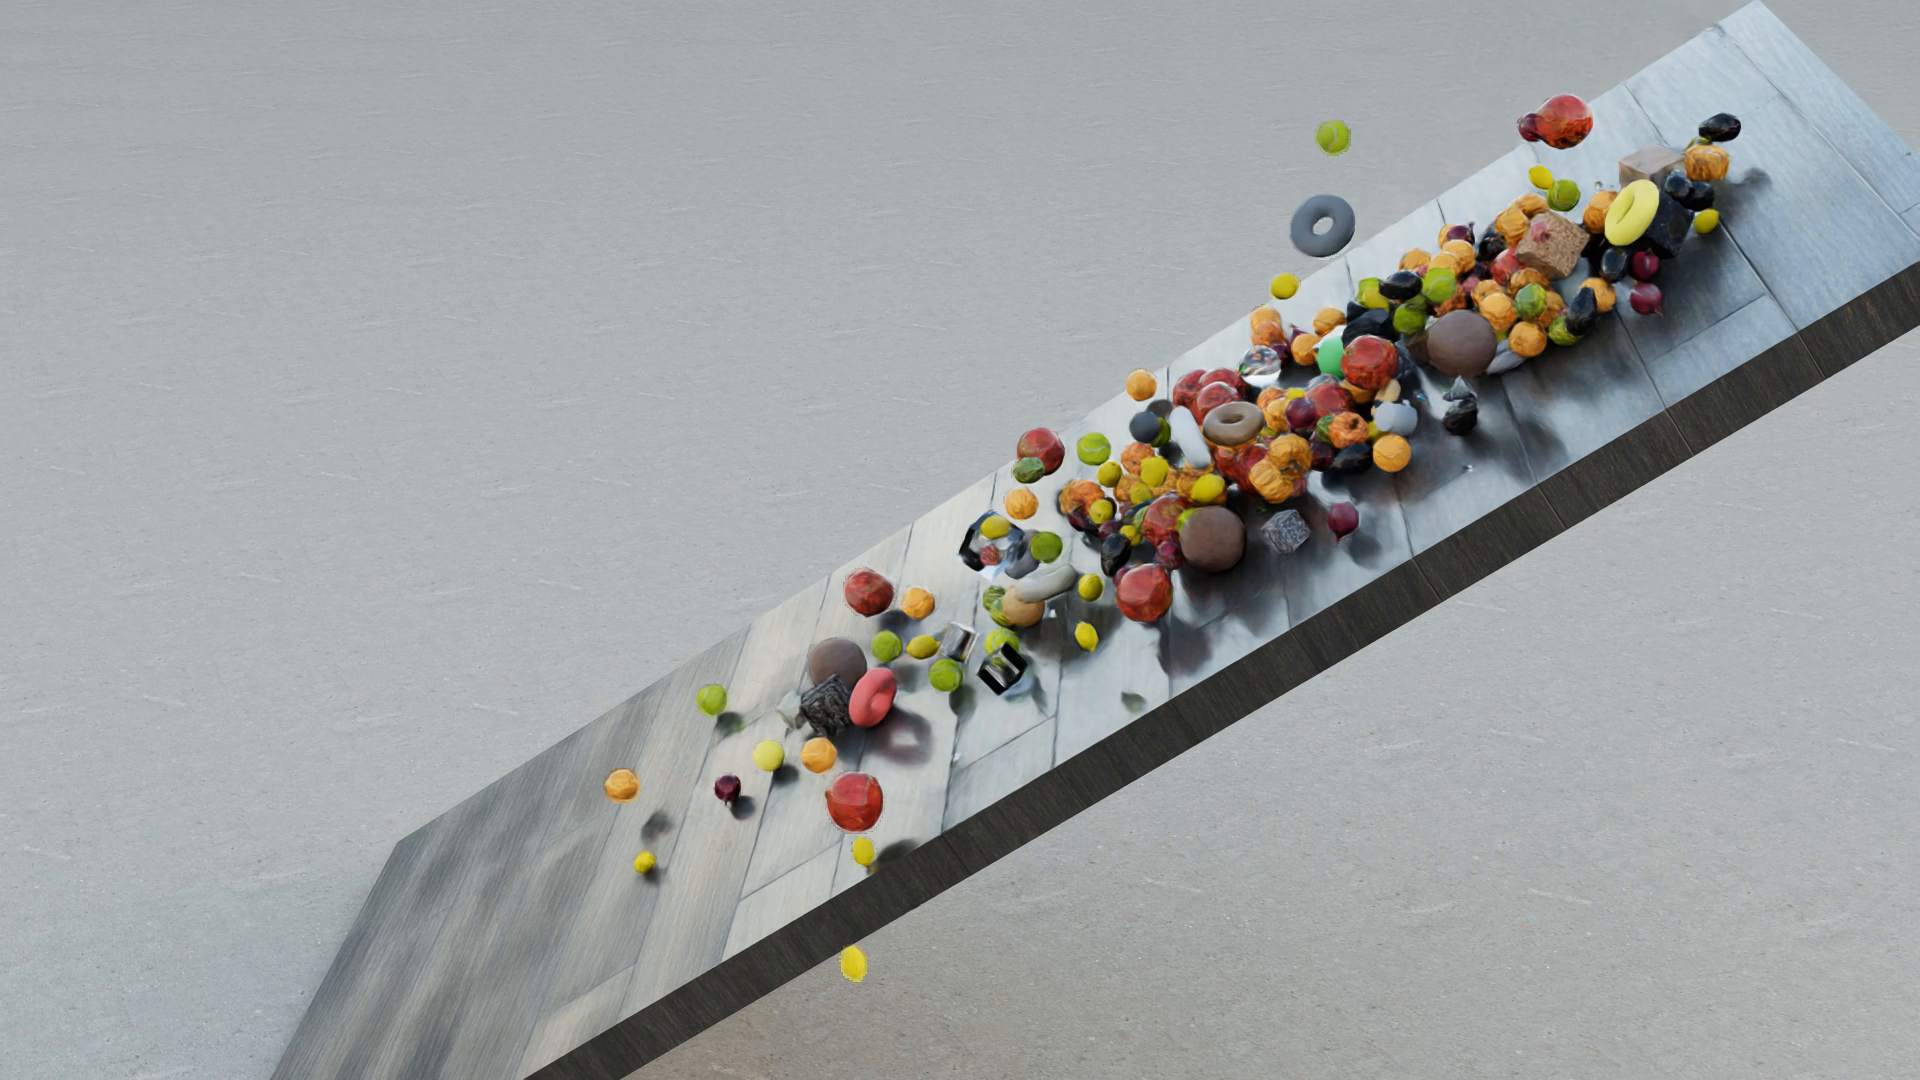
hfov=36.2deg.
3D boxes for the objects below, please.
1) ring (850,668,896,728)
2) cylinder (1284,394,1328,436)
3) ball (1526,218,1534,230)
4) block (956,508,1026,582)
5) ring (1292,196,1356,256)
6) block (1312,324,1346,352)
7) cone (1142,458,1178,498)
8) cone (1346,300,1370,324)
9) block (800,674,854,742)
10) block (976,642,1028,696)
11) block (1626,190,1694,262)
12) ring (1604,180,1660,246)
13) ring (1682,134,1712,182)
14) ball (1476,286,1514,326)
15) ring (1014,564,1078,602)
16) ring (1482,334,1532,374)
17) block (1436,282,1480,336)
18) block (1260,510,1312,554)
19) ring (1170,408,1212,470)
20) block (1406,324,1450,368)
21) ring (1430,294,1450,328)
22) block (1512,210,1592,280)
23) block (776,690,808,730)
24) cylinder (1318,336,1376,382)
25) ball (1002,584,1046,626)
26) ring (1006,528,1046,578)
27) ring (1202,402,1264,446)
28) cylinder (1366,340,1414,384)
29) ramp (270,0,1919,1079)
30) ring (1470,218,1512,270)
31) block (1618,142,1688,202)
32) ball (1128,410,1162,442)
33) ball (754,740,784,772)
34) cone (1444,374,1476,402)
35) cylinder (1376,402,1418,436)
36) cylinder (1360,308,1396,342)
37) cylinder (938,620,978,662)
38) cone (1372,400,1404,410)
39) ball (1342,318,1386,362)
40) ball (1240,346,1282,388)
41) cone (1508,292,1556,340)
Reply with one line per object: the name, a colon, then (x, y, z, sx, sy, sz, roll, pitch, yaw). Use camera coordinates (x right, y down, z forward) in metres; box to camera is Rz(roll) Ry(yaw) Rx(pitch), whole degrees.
ring: (-0.181, 0.327, 6.110, 0.045, 0.135, 0.135, 25, 30, 27)
cylinder: (0.709, -0.254, 6.020, 0.062, 0.062, 0.062, 38, 23, -19)
ball: (1.214, -0.650, 6.153, 0.058, 0.058, 0.058, 0, 21, 0)
block: (0.066, 0.011, 6.284, 0.092, 0.092, 0.092, 34, 39, 14)
ring: (0.755, -0.653, 6.115, 0.141, 0.141, 0.047, 14, -14, 32)
block: (0.813, -0.402, 6.232, 0.077, 0.077, 0.077, -39, 14, -14)
cone: (0.447, -0.136, 6.298, 0.083, 0.083, 0.083, 15, 16, 35)
cone: (0.888, -0.482, 6.392, 0.081, 0.081, 0.081, 0, 20, 19)
block: (-0.279, 0.358, 6.277, 0.089, 0.089, 0.089, -33, 15, 11)
block: (0.084, 0.255, 5.827, 0.064, 0.064, 0.064, 45, 29, -8)
block: (1.329, -0.602, 5.637, 0.093, 0.093, 0.093, 32, -14, -21)
ring: (1.274, -0.620, 5.579, 0.046, 0.137, 0.137, 27, 16, -15)
ring: (1.477, -0.769, 5.926, 0.036, 0.109, 0.109, 29, 21, -5)
ball: (1.070, -0.466, 5.863, 0.083, 0.083, 0.083, 0, 21, 0)
ring: (0.175, 0.087, 5.979, 0.136, 0.045, 0.136, -20, 10, 4)
ring: (1.053, -0.358, 5.659, 0.107, 0.036, 0.107, -30, 17, 10)
block: (1.016, -0.466, 5.929, 0.067, 0.067, 0.067, -27, 75, -38)
block: (0.614, -0.015, 5.538, 0.058, 0.058, 0.058, -43, 17, -26)
ring: (0.452, -0.200, 5.773, 0.045, 0.134, 0.134, -27, 20, 7)
block: (0.949, -0.392, 5.955, 0.055, 0.055, 0.055, -20, 21, 44)
ring: (1.025, -0.481, 6.091, 0.112, 0.037, 0.112, -32, 17, 11)
block: (1.154, -0.575, 5.734, 0.092, 0.092, 0.092, 30, -4, -9)
block: (-0.360, 0.371, 6.399, 0.052, 0.052, 0.052, 28, 65, 27)
cylinder: (0.814, -0.381, 6.129, 0.098, 0.098, 0.098, -13, 2, -31)
ball: (0.132, 0.134, 6.063, 0.091, 0.091, 0.091, 0, 21, 0)
ring: (0.140, 0.030, 6.379, 0.040, 0.120, 0.120, 32, 6, -28)
ring: (0.540, -0.231, 5.816, 0.125, 0.042, 0.125, -12, 32, 7)
cylinder: (0.871, -0.358, 5.964, 0.069, 0.069, 0.069, 42, 16, -14)
ramp: (0.138, 0.172, 6.301, 4.000, 0.100, 2.000, -32, 16, 14)
ring: (1.127, -0.629, 6.250, 0.041, 0.122, 0.122, 32, 20, -8)
block: (1.356, -0.706, 5.755, 0.090, 0.090, 0.090, -28, 36, -18)
ball: (0.403, -0.246, 6.403, 0.070, 0.070, 0.070, 0, 21, 0)
ball: (-0.408, 0.461, 6.288, 0.067, 0.067, 0.067, 0, 21, 0)
cone: (0.920, -0.272, 5.453, 0.054, 0.054, 0.054, -35, 13, 17)
cylinder: (0.826, -0.229, 5.566, 0.057, 0.057, 0.057, 10, 13, -32)
cylinder: (0.876, -0.441, 6.161, 0.063, 0.063, 0.063, -17, 36, 13)
cylinder: (-0.004, 0.212, 6.120, 0.066, 0.066, 0.066, 23, 7, -3)
cone: (0.817, -0.256, 5.676, 0.057, 0.057, 0.057, 32, 18, -11)
ball: (0.828, -0.412, 6.030, 0.090, 0.090, 0.090, 0, 21, 0)
ball: (0.606, -0.351, 5.939, 0.085, 0.085, 0.085, 0, 21, 0)
cone: (1.106, -0.415, 5.707, 0.094, 0.094, 0.094, 5, 61, 13)
